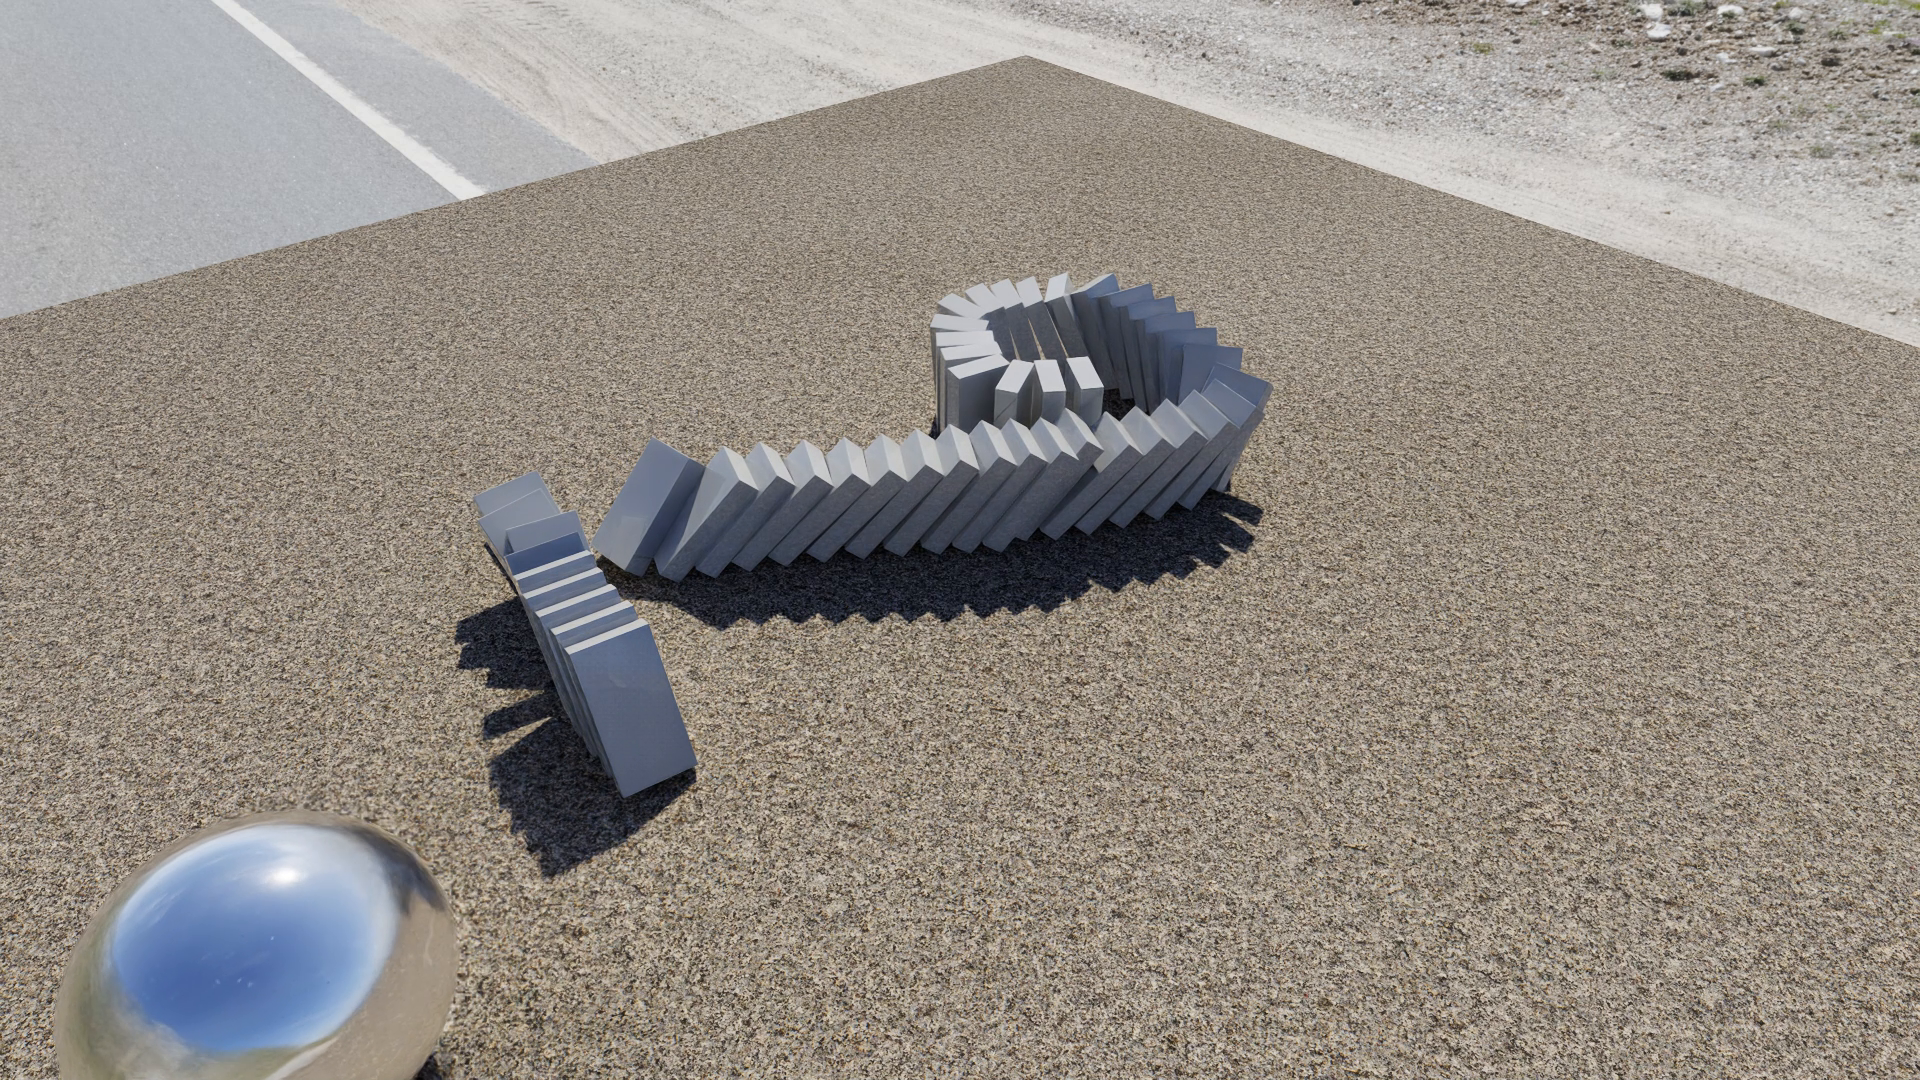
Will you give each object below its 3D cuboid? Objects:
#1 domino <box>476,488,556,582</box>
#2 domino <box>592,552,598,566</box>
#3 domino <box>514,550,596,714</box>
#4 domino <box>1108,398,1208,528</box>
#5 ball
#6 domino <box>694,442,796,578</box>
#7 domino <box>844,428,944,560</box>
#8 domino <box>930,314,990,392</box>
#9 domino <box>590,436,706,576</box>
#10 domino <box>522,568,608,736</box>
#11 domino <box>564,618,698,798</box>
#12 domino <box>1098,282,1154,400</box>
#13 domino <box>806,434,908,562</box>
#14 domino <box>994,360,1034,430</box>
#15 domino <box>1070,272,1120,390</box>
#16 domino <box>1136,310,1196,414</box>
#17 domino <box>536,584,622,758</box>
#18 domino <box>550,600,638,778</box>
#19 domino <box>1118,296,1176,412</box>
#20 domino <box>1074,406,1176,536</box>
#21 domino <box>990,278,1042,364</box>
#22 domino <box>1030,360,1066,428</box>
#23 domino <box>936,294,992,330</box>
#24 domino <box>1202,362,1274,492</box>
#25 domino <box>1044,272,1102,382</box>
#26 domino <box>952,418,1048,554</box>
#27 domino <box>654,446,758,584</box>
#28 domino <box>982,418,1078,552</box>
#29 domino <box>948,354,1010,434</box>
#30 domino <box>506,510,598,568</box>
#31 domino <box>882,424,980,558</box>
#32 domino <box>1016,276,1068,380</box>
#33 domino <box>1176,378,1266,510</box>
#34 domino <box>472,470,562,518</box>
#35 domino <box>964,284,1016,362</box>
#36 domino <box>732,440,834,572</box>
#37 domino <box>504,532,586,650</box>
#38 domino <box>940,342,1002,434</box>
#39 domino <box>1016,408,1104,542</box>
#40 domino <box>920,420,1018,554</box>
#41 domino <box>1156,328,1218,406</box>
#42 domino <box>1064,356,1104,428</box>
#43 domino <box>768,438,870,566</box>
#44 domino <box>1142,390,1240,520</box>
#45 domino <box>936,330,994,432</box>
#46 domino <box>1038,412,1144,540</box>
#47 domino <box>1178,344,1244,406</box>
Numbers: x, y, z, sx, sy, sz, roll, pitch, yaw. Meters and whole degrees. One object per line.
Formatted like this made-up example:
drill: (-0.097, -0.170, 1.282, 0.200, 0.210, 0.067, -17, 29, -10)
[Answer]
domino: (-0.154, 0.009, 0.408, 0.025, 0.010, 0.050, -33, 90, -28)
domino: (-0.168, 0.001, 0.442, 0.025, 0.009, 0.050, -26, 46, -28)
domino: (-0.130, 0.032, 0.374, 0.025, 0.050, 0.009, -22, 17, -25)
domino: (0.077, -0.032, 0.455, 0.009, 0.050, 0.025, 28, 22, -38)
ball: (-0.162, 0.105, 0.260, 0.080, 0.080, 0.080, 0, 39, 0)
domino: (-0.088, -0.012, 0.433, 0.050, 0.009, 0.025, -47, 43, 12)
domino: (-0.028, -0.018, 0.439, 0.010, 0.050, 0.025, 30, 27, -31)
domino: (0.001, -0.080, 0.508, 0.025, 0.050, 0.009, 10, 51, 12)
domino: (-0.124, -0.013, 0.435, 0.025, 0.009, 0.050, 28, 87, 34)
domino: (-0.124, 0.037, 0.367, 0.025, 0.050, 0.010, -22, 17, -25)
domino: (-0.103, 0.053, 0.348, 0.025, 0.050, 0.010, -22, 17, -25)
domino: (0.085, -0.096, 0.530, 0.025, 0.050, 0.009, -21, 13, -24)
domino: (-0.043, -0.016, 0.437, 0.010, 0.050, 0.025, 33, 26, -33)
domino: (0.023, -0.049, 0.471, 0.009, 0.050, 0.025, 13, 41, 14)
domino: (0.073, -0.102, 0.537, 0.009, 0.050, 0.025, -2, 28, 47)
domino: (0.099, -0.079, 0.511, 0.025, 0.050, 0.009, -10, 5, -12)
domino: (-0.117, 0.043, 0.360, 0.025, 0.050, 0.010, -22, 17, -25)
domino: (-0.110, 0.048, 0.354, 0.025, 0.050, 0.010, -22, 17, -25)
domino: (0.093, -0.088, 0.521, 0.025, 0.050, 0.010, -14, 9, -17)
domino: (0.063, -0.029, 0.452, 0.010, 0.050, 0.025, 30, 21, -38)
domino: (0.029, -0.098, 0.531, 0.010, 0.050, 0.025, -23, 41, 2)
domino: (0.037, -0.049, 0.471, 0.010, 0.050, 0.025, -3, 39, -5)
domino: (0.005, -0.090, 0.520, 0.009, 0.050, 0.025, -38, 52, -22)
domino: (0.112, -0.048, 0.475, 0.025, 0.050, 0.010, 29, 7, 30)
domino: (0.056, -0.102, 0.536, 0.010, 0.050, 0.025, -15, 34, 22)
domino: (0.012, -0.021, 0.441, 0.010, 0.050, 0.025, 24, 27, -35)
domino: (-0.101, -0.010, 0.431, 0.050, 0.009, 0.025, -47, 43, 12)
domino: (0.024, -0.022, 0.442, 0.009, 0.050, 0.025, 24, 26, -34)
domino: (0.008, -0.054, 0.477, 0.025, 0.050, 0.009, -20, 44, -23)
domino: (-0.143, 0.017, 0.398, 0.025, 0.010, 0.050, -19, 84, -25)
domino: (-0.014, -0.020, 0.439, 0.010, 0.050, 0.025, 27, 29, -30)
domino: (0.042, -0.100, 0.534, 0.009, 0.050, 0.025, -22, 39, 9)
domino: (0.103, -0.040, 0.465, 0.009, 0.050, 0.025, 22, 19, -48)
domino: (-0.161, 0.001, 0.417, 0.025, 0.009, 0.050, -29, 88, -28)
domino: (0.017, -0.095, 0.526, 0.010, 0.050, 0.025, -26, 44, -8)
domino: (-0.072, -0.014, 0.435, 0.050, 0.009, 0.025, -44, 39, 16)
domino: (-0.137, 0.025, 0.385, 0.025, 0.050, 0.009, -22, 7, -25)
domino: (0.004, -0.062, 0.487, 0.025, 0.050, 0.009, -9, 43, -10)
domino: (0.035, -0.026, 0.448, 0.010, 0.050, 0.025, 24, 26, -34)
domino: (0.000, -0.021, 0.440, 0.010, 0.050, 0.025, 24, 29, -35)
domino: (0.105, -0.070, 0.501, 0.025, 0.050, 0.010, -4, 2, -5)
domino: (0.052, -0.050, 0.473, 0.009, 0.050, 0.025, -6, 40, -8)
domino: (-0.057, -0.015, 0.436, 0.050, 0.009, 0.025, -42, 37, 19)
domino: (0.090, -0.035, 0.459, 0.009, 0.050, 0.025, 25, 22, -43)
domino: (0.002, -0.071, 0.497, 0.025, 0.050, 0.009, -3, 47, -4)
domino: (0.049, -0.026, 0.449, 0.010, 0.050, 0.025, 31, 22, -36)
domino: (0.110, -0.061, 0.489, 0.025, 0.050, 0.010, 7, 4, 8)
